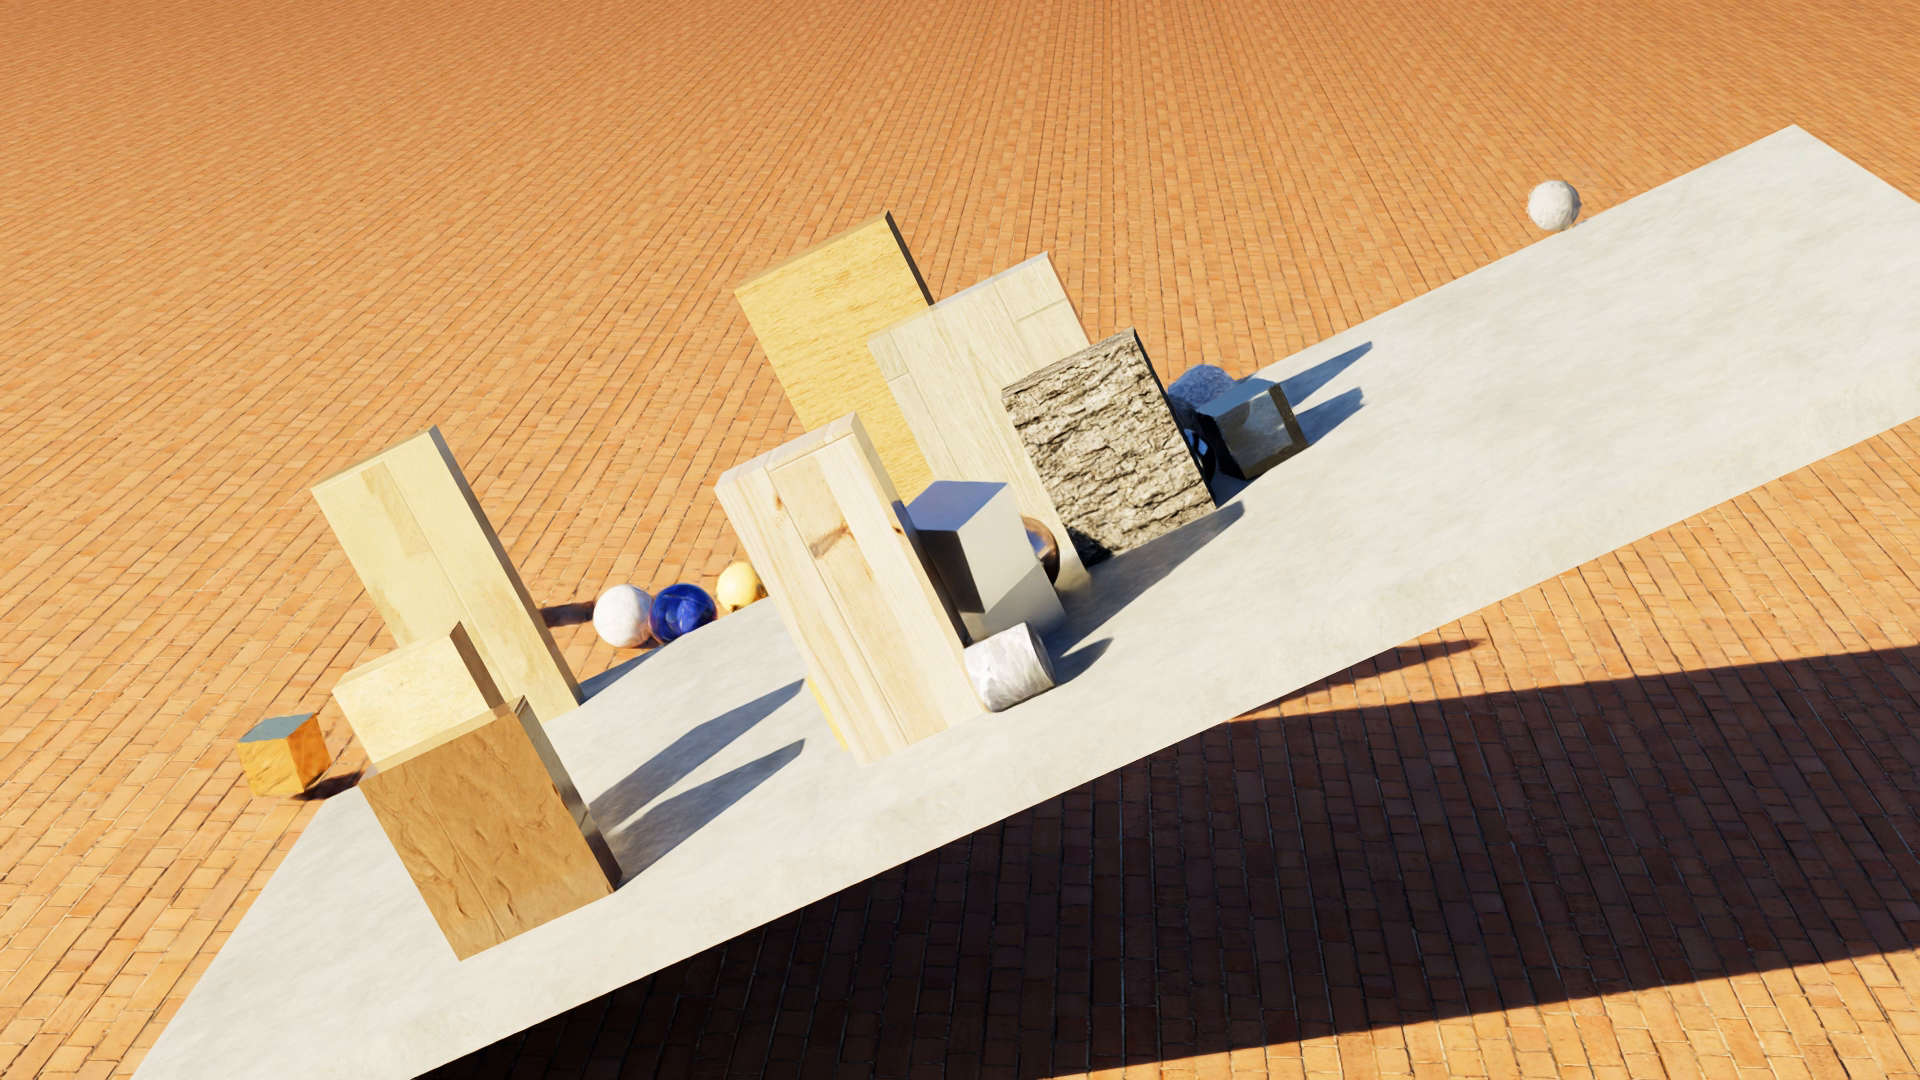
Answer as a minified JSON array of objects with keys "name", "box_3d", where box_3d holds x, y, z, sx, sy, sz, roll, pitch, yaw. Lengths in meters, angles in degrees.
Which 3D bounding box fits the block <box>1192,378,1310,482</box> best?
[{"name":"block","box_3d":[0.625,-0.239,6.326,0.156,0.156,0.156,-29,13,-9]}]

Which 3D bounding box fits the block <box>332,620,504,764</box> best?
[{"name":"block","box_3d":[-1.029,0.463,6.033,0.274,0.529,0.105,-25,14,9]}]

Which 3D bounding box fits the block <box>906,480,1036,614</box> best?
[{"name":"block","box_3d":[0.000,0.012,5.758,0.186,0.186,0.186,2,32,39]}]

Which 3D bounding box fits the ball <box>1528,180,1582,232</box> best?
[{"name":"ball","box_3d":[1.414,-0.795,6.991,0.123,0.123,0.123,0,16,0]}]

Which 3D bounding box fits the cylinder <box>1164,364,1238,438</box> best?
[{"name":"cylinder","box_3d":[0.535,-0.295,6.701,0.160,0.160,0.160,11,34,34]}]

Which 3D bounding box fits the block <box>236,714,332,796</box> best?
[{"name":"block","box_3d":[-1.784,0.567,7.767,0.156,0.156,0.156,-7,19,21]}]

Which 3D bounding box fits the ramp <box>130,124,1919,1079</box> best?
[{"name":"ramp","box_3d":[0.137,0.168,6.281,4.000,0.100,2.000,-25,14,9]}]

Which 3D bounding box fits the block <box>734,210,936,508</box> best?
[{"name":"block","box_3d":[-0.158,-0.304,6.677,0.378,0.797,0.115,-25,14,9]}]

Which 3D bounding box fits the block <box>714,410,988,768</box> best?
[{"name":"block","box_3d":[-0.196,0.096,5.637,0.288,0.615,0.122,-25,14,9]}]

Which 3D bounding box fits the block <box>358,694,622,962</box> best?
[{"name":"block","box_3d":[-0.908,0.559,5.699,0.344,0.409,0.100,-25,14,9]}]

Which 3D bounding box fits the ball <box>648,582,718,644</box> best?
[{"name":"ball","box_3d":[-0.703,0.197,7.477,0.178,0.178,0.178,0,16,0]}]

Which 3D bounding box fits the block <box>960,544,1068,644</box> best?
[{"name":"block","box_3d":[0.068,0.130,5.951,0.180,0.180,0.180,-34,15,-27]}]

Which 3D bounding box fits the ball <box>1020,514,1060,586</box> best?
[{"name":"ball","box_3d":[0.113,0.041,6.164,0.197,0.197,0.197,0,16,0]}]

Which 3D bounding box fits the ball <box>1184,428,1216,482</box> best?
[{"name":"ball","box_3d":[0.476,-0.164,6.342,0.152,0.152,0.152,0,16,0]}]

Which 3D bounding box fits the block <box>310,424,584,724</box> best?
[{"name":"block","box_3d":[-1.247,0.131,7.182,0.328,0.768,0.084,-25,14,9]}]

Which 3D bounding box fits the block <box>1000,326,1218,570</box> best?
[{"name":"block","box_3d":[0.315,-0.194,6.202,0.306,0.409,0.115,-25,14,9]}]

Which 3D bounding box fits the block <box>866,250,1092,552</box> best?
[{"name":"block","box_3d":[0.126,-0.264,6.408,0.432,0.602,0.081,-25,14,9]}]

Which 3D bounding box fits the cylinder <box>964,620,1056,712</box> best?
[{"name":"cylinder","box_3d":[0.095,0.240,5.584,0.132,0.132,0.132,-24,13,10]}]

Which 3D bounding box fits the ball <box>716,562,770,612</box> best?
[{"name":"ball","box_3d":[-0.687,0.156,9.336,0.170,0.170,0.170,0,16,0]}]

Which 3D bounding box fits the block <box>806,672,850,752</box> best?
[{"name":"block","box_3d":[-0.187,0.291,5.863,0.165,0.165,0.165,-24,14,10]}]

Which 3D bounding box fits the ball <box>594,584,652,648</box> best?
[{"name":"ball","box_3d":[-1.026,0.235,9.020,0.195,0.195,0.195,0,16,0]}]
